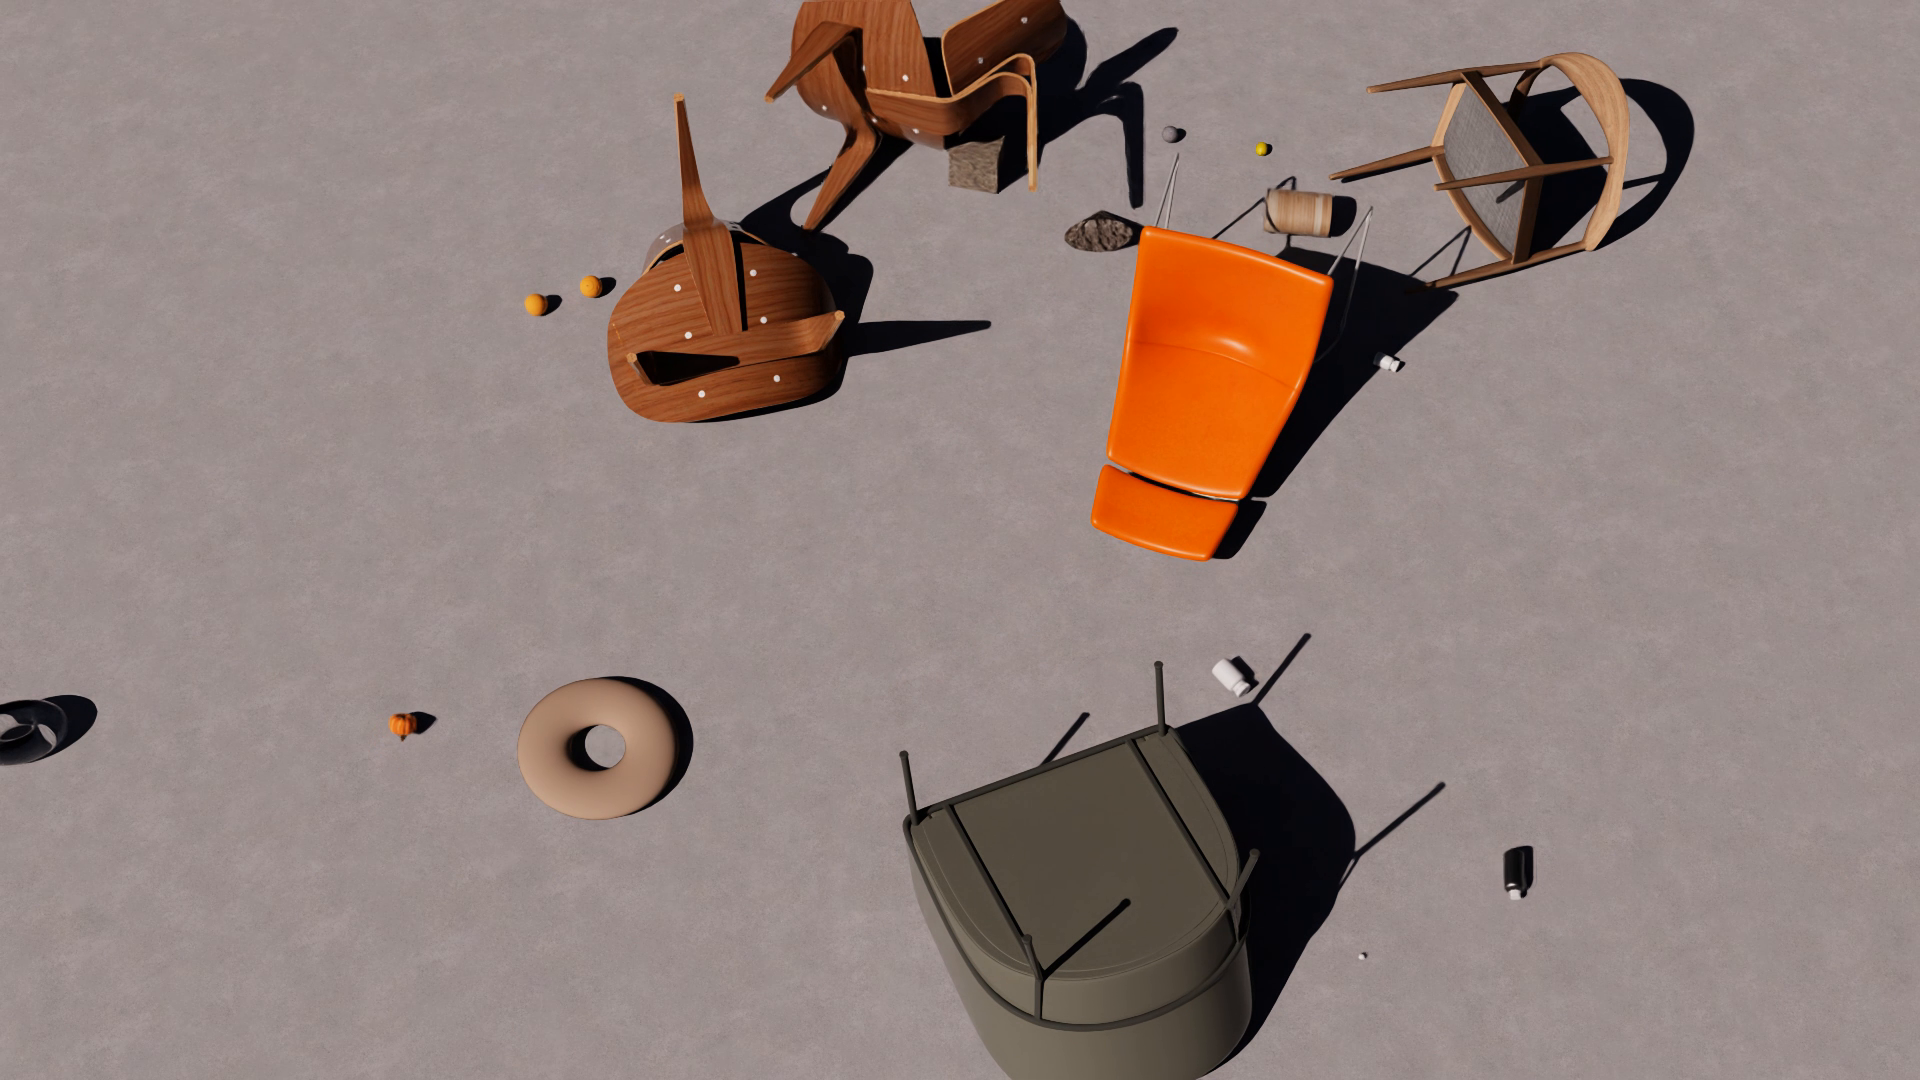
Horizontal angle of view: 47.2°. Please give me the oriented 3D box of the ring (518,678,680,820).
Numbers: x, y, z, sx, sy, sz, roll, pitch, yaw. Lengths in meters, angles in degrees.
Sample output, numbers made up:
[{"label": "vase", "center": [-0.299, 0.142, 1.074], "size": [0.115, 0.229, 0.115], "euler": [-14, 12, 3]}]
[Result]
[{"label": "ring", "center": [-1.011, 0.580, 6.146], "size": [0.466, 0.066, 0.436], "euler": [30, 62, 19]}]

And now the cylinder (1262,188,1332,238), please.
[{"label": "cylinder", "center": [1.106, -1.075, 7.217], "size": [0.211, 0.129, 0.168], "euler": [6, 44, 4]}]

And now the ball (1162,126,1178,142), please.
[{"label": "ball", "center": [0.714, -1.378, 7.465], "size": [0.056, 0.056, 0.056], "euler": [0, 56, 0]}]

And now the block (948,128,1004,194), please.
[{"label": "block", "center": [0.054, -1.261, 7.318], "size": [0.166, 0.168, 0.101], "euler": [11, 57, 7]}]

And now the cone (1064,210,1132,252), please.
[{"label": "cone", "center": [0.462, -1.046, 7.240], "size": [0.224, 0.118, 0.179], "euler": [-3, 36, 11]}]

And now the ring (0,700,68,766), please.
[{"label": "ring", "center": [-2.640, 0.539, 6.156], "size": [0.281, 0.097, 0.186], "euler": [-13, 58, -10]}]

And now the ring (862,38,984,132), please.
[{"label": "ring", "center": [-0.121, -1.513, 7.325], "size": [0.405, 0.484, 0.165], "euler": [-11, 73, 14]}]
